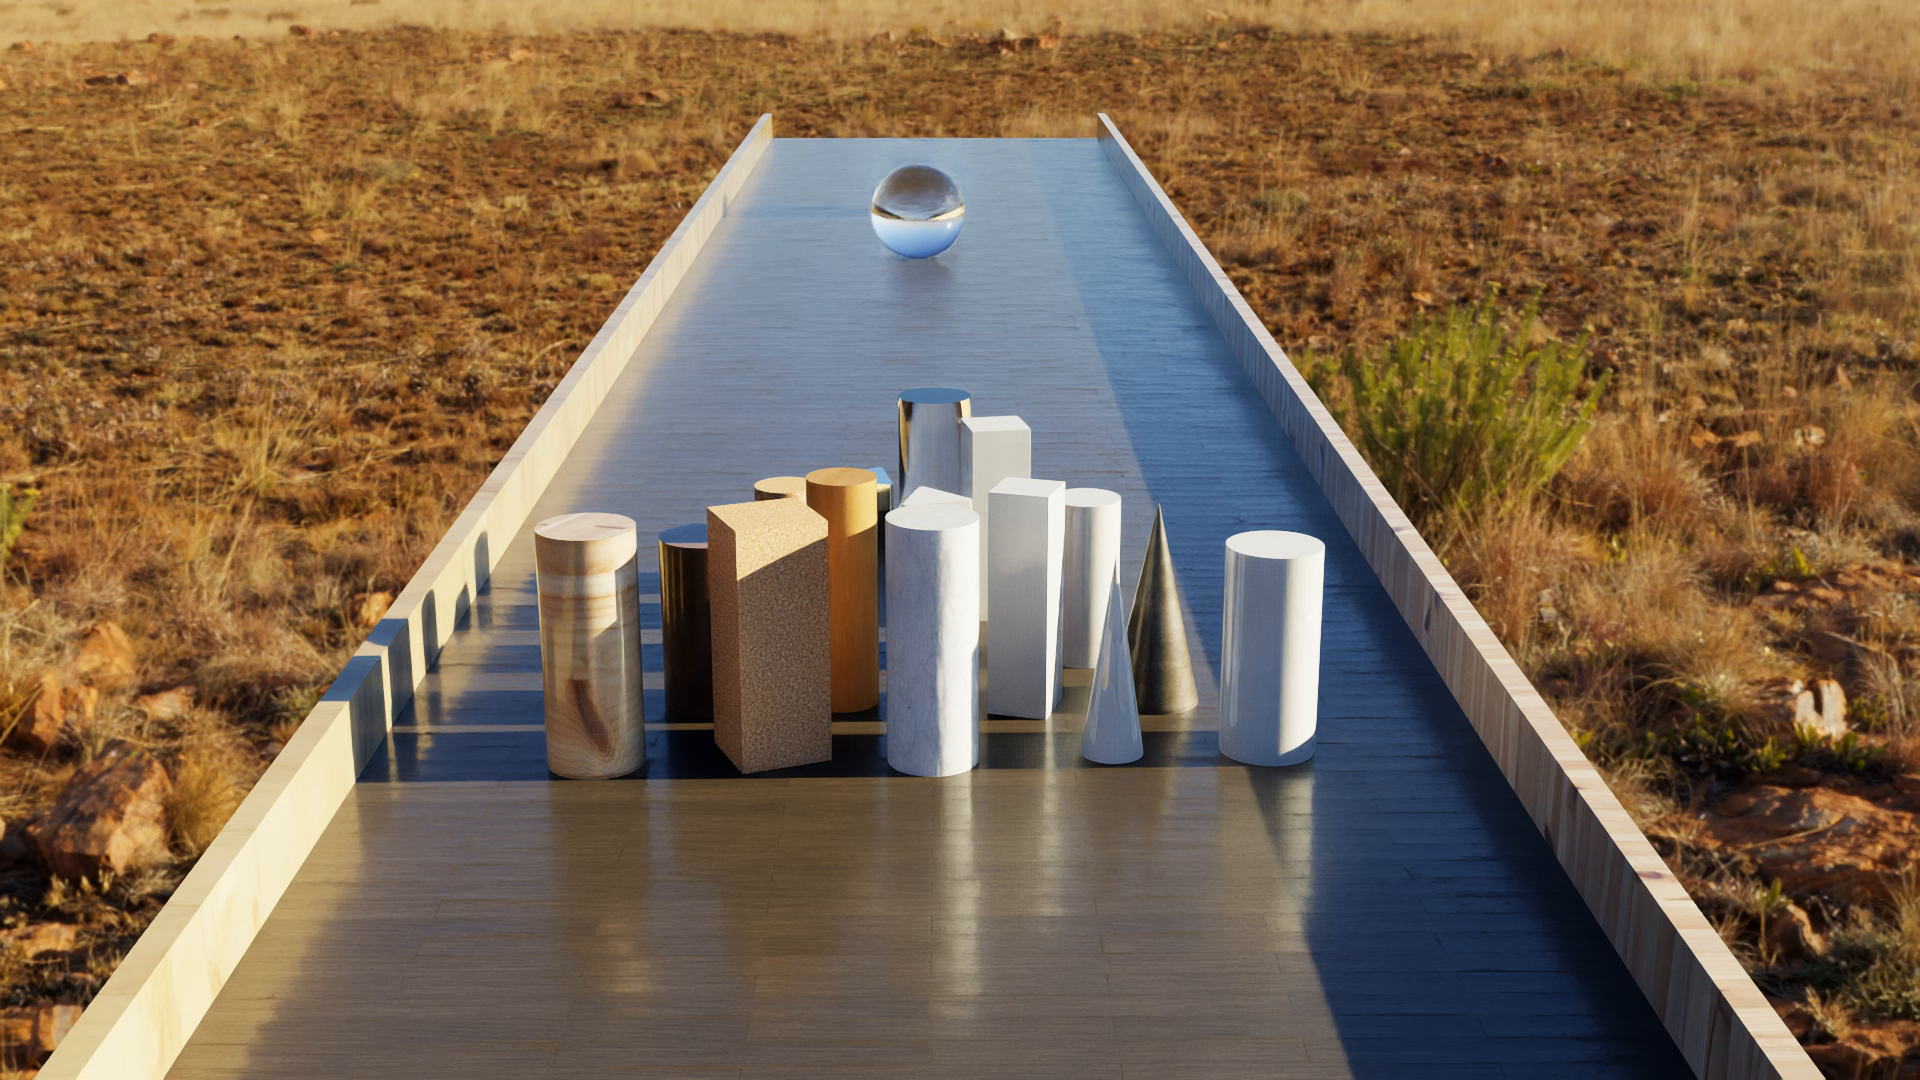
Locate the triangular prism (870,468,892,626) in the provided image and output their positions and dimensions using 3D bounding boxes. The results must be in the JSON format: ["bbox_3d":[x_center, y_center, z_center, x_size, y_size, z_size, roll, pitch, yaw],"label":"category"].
[{"bbox_3d":[-0.189,0.010,4.649,0.148,0.310,0.128,6,17,18],"label":"triangular prism"}]

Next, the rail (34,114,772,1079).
[{"bbox_3d":[-1.118,-0.838,7.780,0.050,0.150,12.000,0,17,-1],"label":"rail"}]

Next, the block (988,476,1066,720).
[{"bbox_3d":[0.123,0.109,4.106,0.114,0.431,0.114,5,17,17],"label":"block"}]

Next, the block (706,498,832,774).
[{"bbox_3d":[-0.336,0.167,3.889,0.166,0.443,0.166,-7,18,-22],"label":"block"}]

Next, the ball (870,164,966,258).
[{"bbox_3d":[-0.174,-1.363,9.125,0.390,0.390,0.390,0,17,0],"label":"ball"}]

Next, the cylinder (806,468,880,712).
[{"bbox_3d":[-0.220,0.094,4.135,0.132,0.442,0.132,0,17,0],"label":"cylinder"}]

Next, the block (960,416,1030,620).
[{"bbox_3d":[0.074,-0.046,4.658,0.124,0.412,0.124,-3,17,-11],"label":"block"}]

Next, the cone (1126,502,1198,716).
[{"bbox_3d":[0.371,0.116,4.148,0.170,0.393,0.170,0,17,0],"label":"cone"}]

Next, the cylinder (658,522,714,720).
[{"bbox_3d":[-0.474,0.152,4.129,0.170,0.335,0.170,0,17,0],"label":"cylinder"}]

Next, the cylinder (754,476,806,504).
[{"bbox_3d":[-0.341,0.067,4.363,0.124,0.365,0.124,0,17,0],"label":"cylinder"}]

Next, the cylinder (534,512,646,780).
[{"bbox_3d":[-0.645,0.185,3.844,0.173,0.434,0.173,0,17,0],"label":"cylinder"}]

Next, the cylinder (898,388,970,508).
[{"bbox_3d":[-0.056,-0.112,4.857,0.159,0.425,0.159,0,17,0],"label":"cylinder"}]

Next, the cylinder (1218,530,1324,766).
[{"bbox_3d":[0.553,0.191,3.911,0.172,0.383,0.172,0,17,0],"label":"cylinder"}]

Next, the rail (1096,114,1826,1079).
[{"bbox_3d":[0.932,-0.844,7.801,0.050,0.150,12.000,0,17,-1],"label":"rail"}]

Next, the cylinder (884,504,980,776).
[{"bbox_3d":[-0.048,0.175,3.851,0.163,0.449,0.163,0,17,0],"label":"cylinder"}]

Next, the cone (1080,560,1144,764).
[{"bbox_3d":[0.273,0.202,3.895,0.114,0.372,0.114,0,17,0],"label":"cone"}]

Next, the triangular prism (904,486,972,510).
[{"bbox_3d":[-0.060,0.067,4.419,0.140,0.331,0.122,-5,17,-16],"label":"triangular prism"}]

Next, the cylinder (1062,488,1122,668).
[{"bbox_3d":[0.248,0.076,4.386,0.139,0.334,0.139,0,17,0],"label":"cylinder"}]
